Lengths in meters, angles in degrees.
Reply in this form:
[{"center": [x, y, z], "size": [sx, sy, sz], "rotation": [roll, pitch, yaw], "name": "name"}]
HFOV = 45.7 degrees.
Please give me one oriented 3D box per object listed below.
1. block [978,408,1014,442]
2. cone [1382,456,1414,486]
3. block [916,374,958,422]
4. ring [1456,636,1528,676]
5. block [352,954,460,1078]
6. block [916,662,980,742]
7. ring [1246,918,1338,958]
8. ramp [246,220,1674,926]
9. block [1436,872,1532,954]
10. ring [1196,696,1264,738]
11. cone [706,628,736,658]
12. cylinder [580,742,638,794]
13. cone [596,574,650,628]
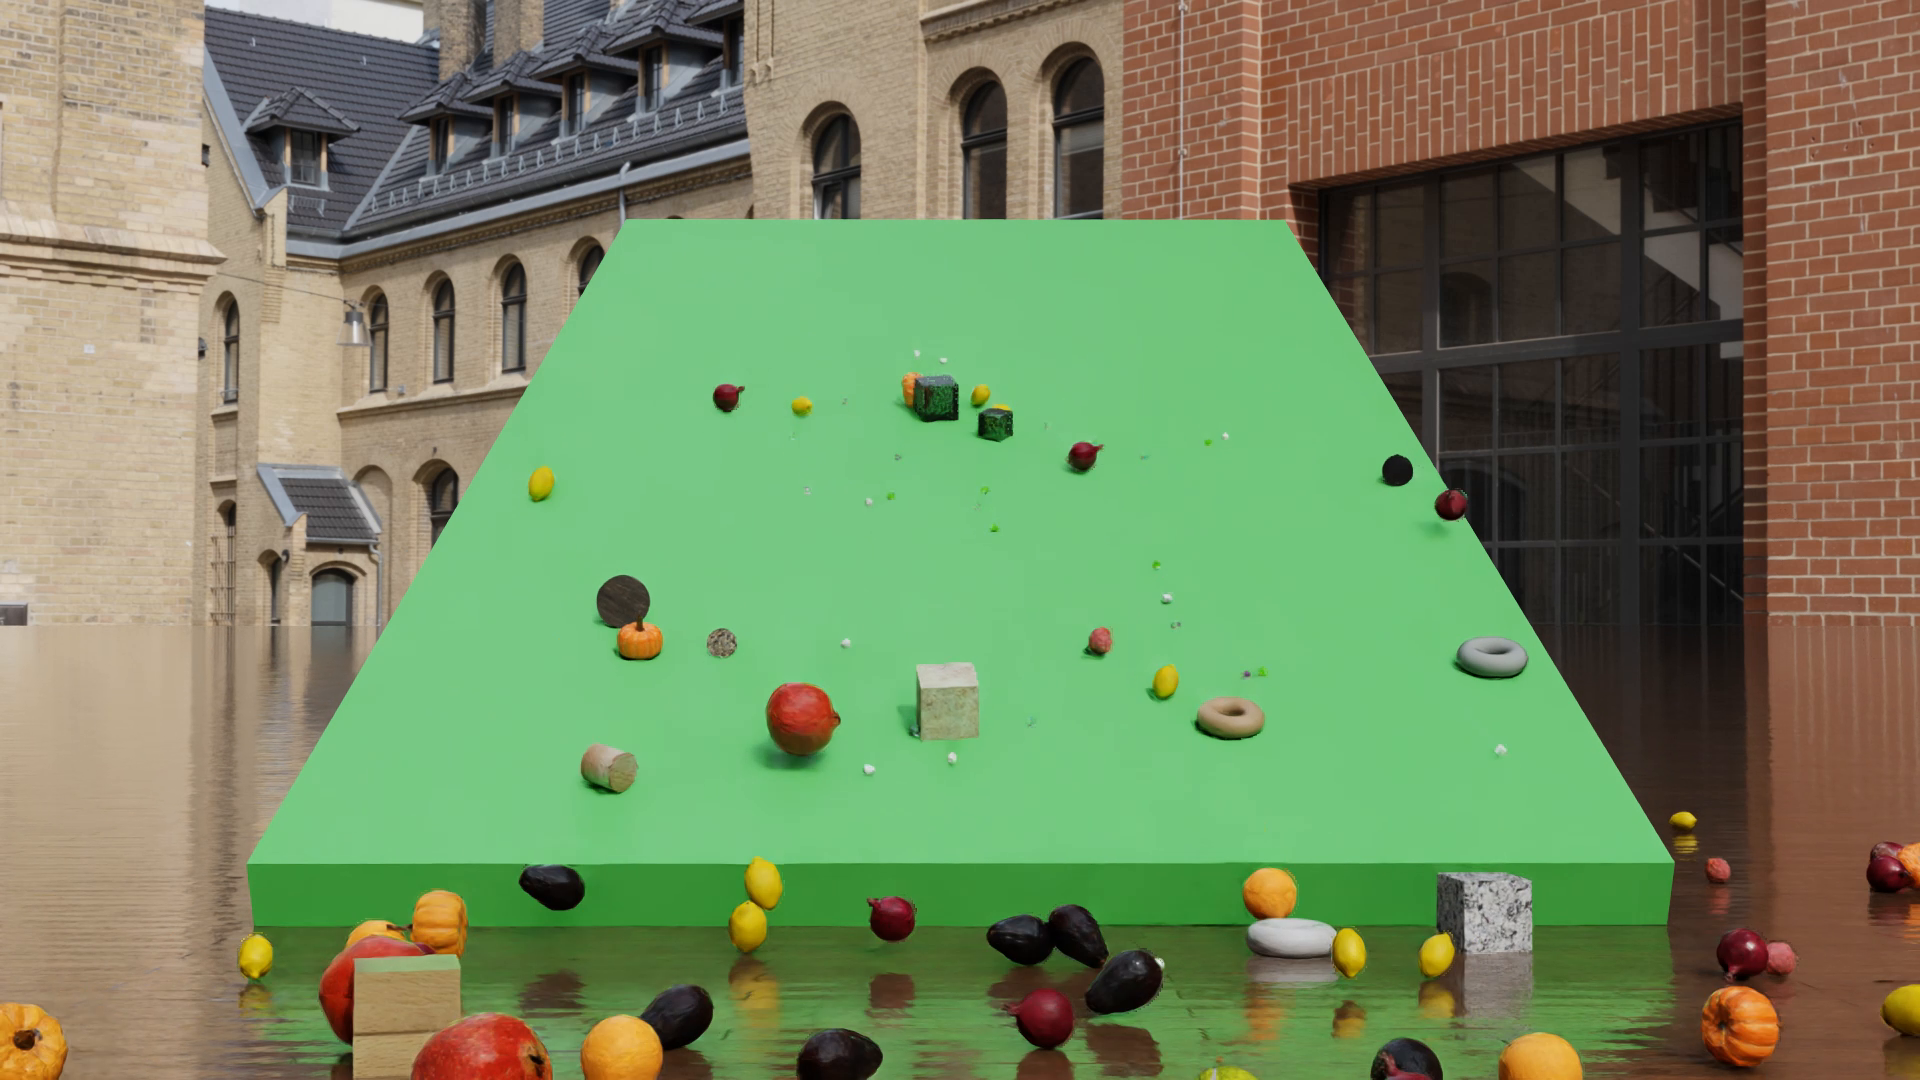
[{"center": [0.077, -0.251, 4.957], "size": [0.055, 0.055, 0.055], "rotation": [14, 25, 32], "name": "block"}, {"center": [0.894, -0.139, 4.705], "size": [0.065, 0.065, 0.065], "rotation": [0, -6, -7], "name": "cone"}, {"center": [-0.052, -0.316, 5.093], "size": [0.080, 0.080, 0.080], "rotation": [-5, 22, -14], "name": "block"}, {"center": [0.891, 0.195, 3.816], "size": [0.117, 0.039, 0.117], "rotation": [-1, 20, 0], "name": "ring"}, {"center": [-0.539, 0.461, 2.216], "size": [0.099, 0.099, 0.099], "rotation": [1, -2, -15], "name": "block"}, {"center": [-0.020, 0.254, 3.585], "size": [0.091, 0.091, 0.091], "rotation": [-2, 21, -6], "name": "block"}, {"center": [0.430, 0.517, 2.956], "size": [0.121, 0.040, 0.121], "rotation": [1, -1, 0], "name": "ring"}, {"center": [-0.006, -0.214, 5.078], "size": [2.000, 0.100, 4.000], "rotation": [0, 21, 0], "name": "ramp"}, {"center": [0.691, 0.491, 3.009], "size": [0.094, 0.094, 0.094], "rotation": [0, -2, -10], "name": "block"}, {"center": [0.427, 0.280, 3.598], "size": [0.107, 0.036, 0.107], "rotation": [1, 22, 0], "name": "ring"}, {"center": [-0.405, 0.177, 3.881], "size": [0.050, 0.050, 0.050], "rotation": [0, -6, -4], "name": "cone"}, {"center": [-0.524, 0.339, 3.402], "size": [0.060, 0.060, 0.060], "rotation": [22, 11, 36], "name": "cylinder"}, {"center": [-0.590, 0.112, 4.023], "size": [0.093, 0.093, 0.093], "rotation": [0, -6, -3], "name": "cone"}]
